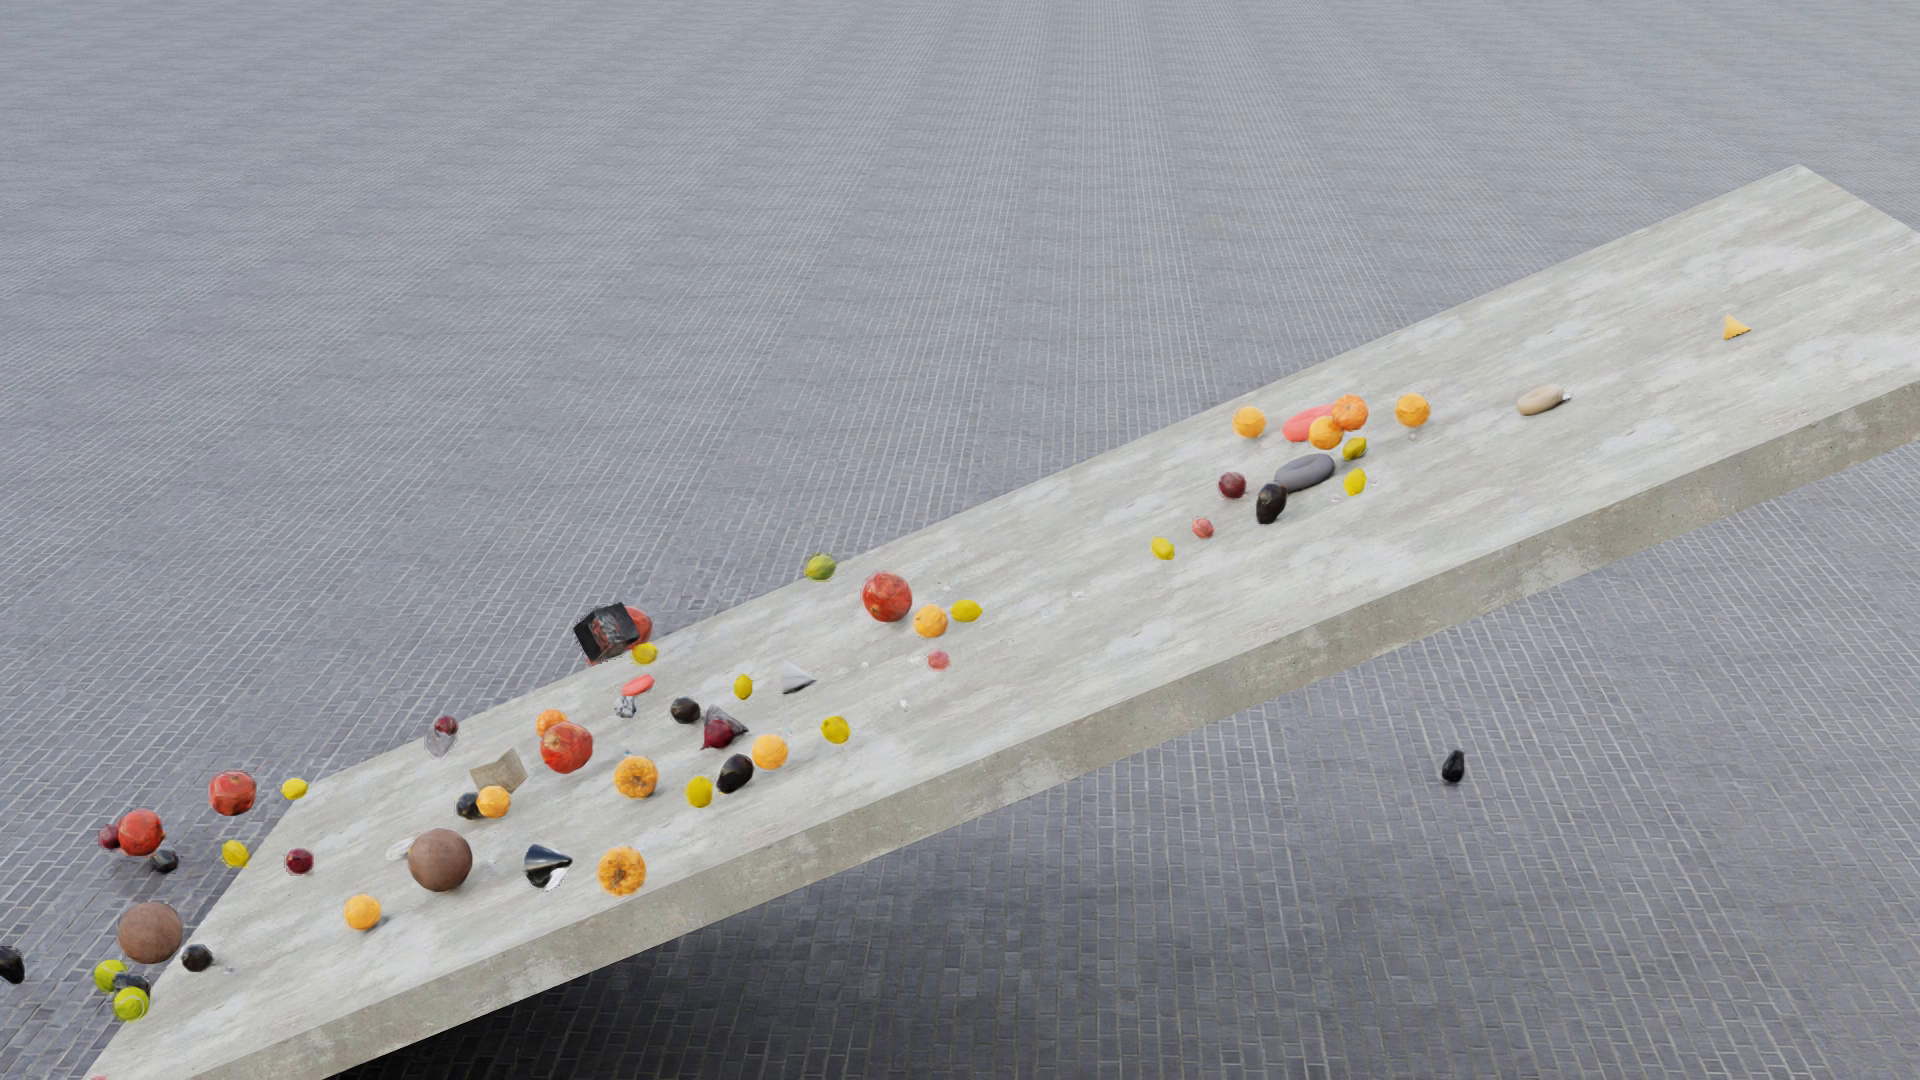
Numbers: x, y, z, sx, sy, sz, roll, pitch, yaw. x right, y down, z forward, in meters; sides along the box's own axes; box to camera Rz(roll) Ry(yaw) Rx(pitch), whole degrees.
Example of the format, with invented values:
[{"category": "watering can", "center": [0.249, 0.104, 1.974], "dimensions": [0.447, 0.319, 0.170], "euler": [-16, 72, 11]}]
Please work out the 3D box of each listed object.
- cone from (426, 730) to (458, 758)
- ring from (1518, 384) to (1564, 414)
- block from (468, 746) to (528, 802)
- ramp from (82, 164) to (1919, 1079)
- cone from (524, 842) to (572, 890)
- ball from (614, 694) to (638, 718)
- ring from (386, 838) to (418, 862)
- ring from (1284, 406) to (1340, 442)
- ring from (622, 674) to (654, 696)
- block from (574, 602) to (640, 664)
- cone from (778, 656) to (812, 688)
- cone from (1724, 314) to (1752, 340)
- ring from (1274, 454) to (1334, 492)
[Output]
[{"category": "cone", "center": [-1.228, 0.478, 7.043], "dimensions": [0.071, 0.071, 0.071], "euler": [12, 25, 39]}, {"category": "ring", "center": [1.168, -0.282, 5.909], "dimensions": [0.098, 0.033, 0.098], "euler": [-25, 12, 6]}, {"category": "block", "center": [-1.033, 0.523, 6.587], "dimensions": [0.081, 0.081, 0.081], "euler": [-18, 14, 26]}, {"category": "ramp", "center": [0.131, 0.170, 6.285], "dimensions": [4.000, 0.100, 2.000], "euler": [-23, 13, 8]}, {"category": "cone", "center": [-0.772, 0.621, 5.660], "dimensions": [0.095, 0.095, 0.095], "euler": [-16, 0, 45]}, {"category": "ball", "center": [-0.765, 0.382, 6.729], "dimensions": [0.054, 0.054, 0.054], "euler": [0, 15, 0]}, {"category": "ring", "center": [-1.219, 0.678, 6.430], "dimensions": [0.077, 0.026, 0.077], "euler": [-22, 14, 6]}, {"category": "ring", "center": [0.778, -0.258, 6.506], "dimensions": [0.135, 0.045, 0.135], "euler": [-22, 13, 5]}, {"category": "ring", "center": [-0.759, 0.344, 6.936], "dimensions": [0.083, 0.028, 0.083], "euler": [-23, 12, 5]}, {"category": "block", "center": [-0.835, 0.219, 6.952], "dimensions": [0.094, 0.094, 0.094], "euler": [-16, -19, -47]}, {"category": "cone", "center": [-0.341, 0.299, 6.329], "dimensions": [0.075, 0.075, 0.075], "euler": [26, 7, -19]}, {"category": "cone", "center": [1.535, -0.417, 5.796], "dimensions": [0.054, 0.054, 0.054], "euler": [6, 16, 9]}, {"category": "ring", "center": [0.718, -0.141, 6.140], "dimensions": [0.133, 0.044, 0.133], "euler": [-22, 13, 5]}]
